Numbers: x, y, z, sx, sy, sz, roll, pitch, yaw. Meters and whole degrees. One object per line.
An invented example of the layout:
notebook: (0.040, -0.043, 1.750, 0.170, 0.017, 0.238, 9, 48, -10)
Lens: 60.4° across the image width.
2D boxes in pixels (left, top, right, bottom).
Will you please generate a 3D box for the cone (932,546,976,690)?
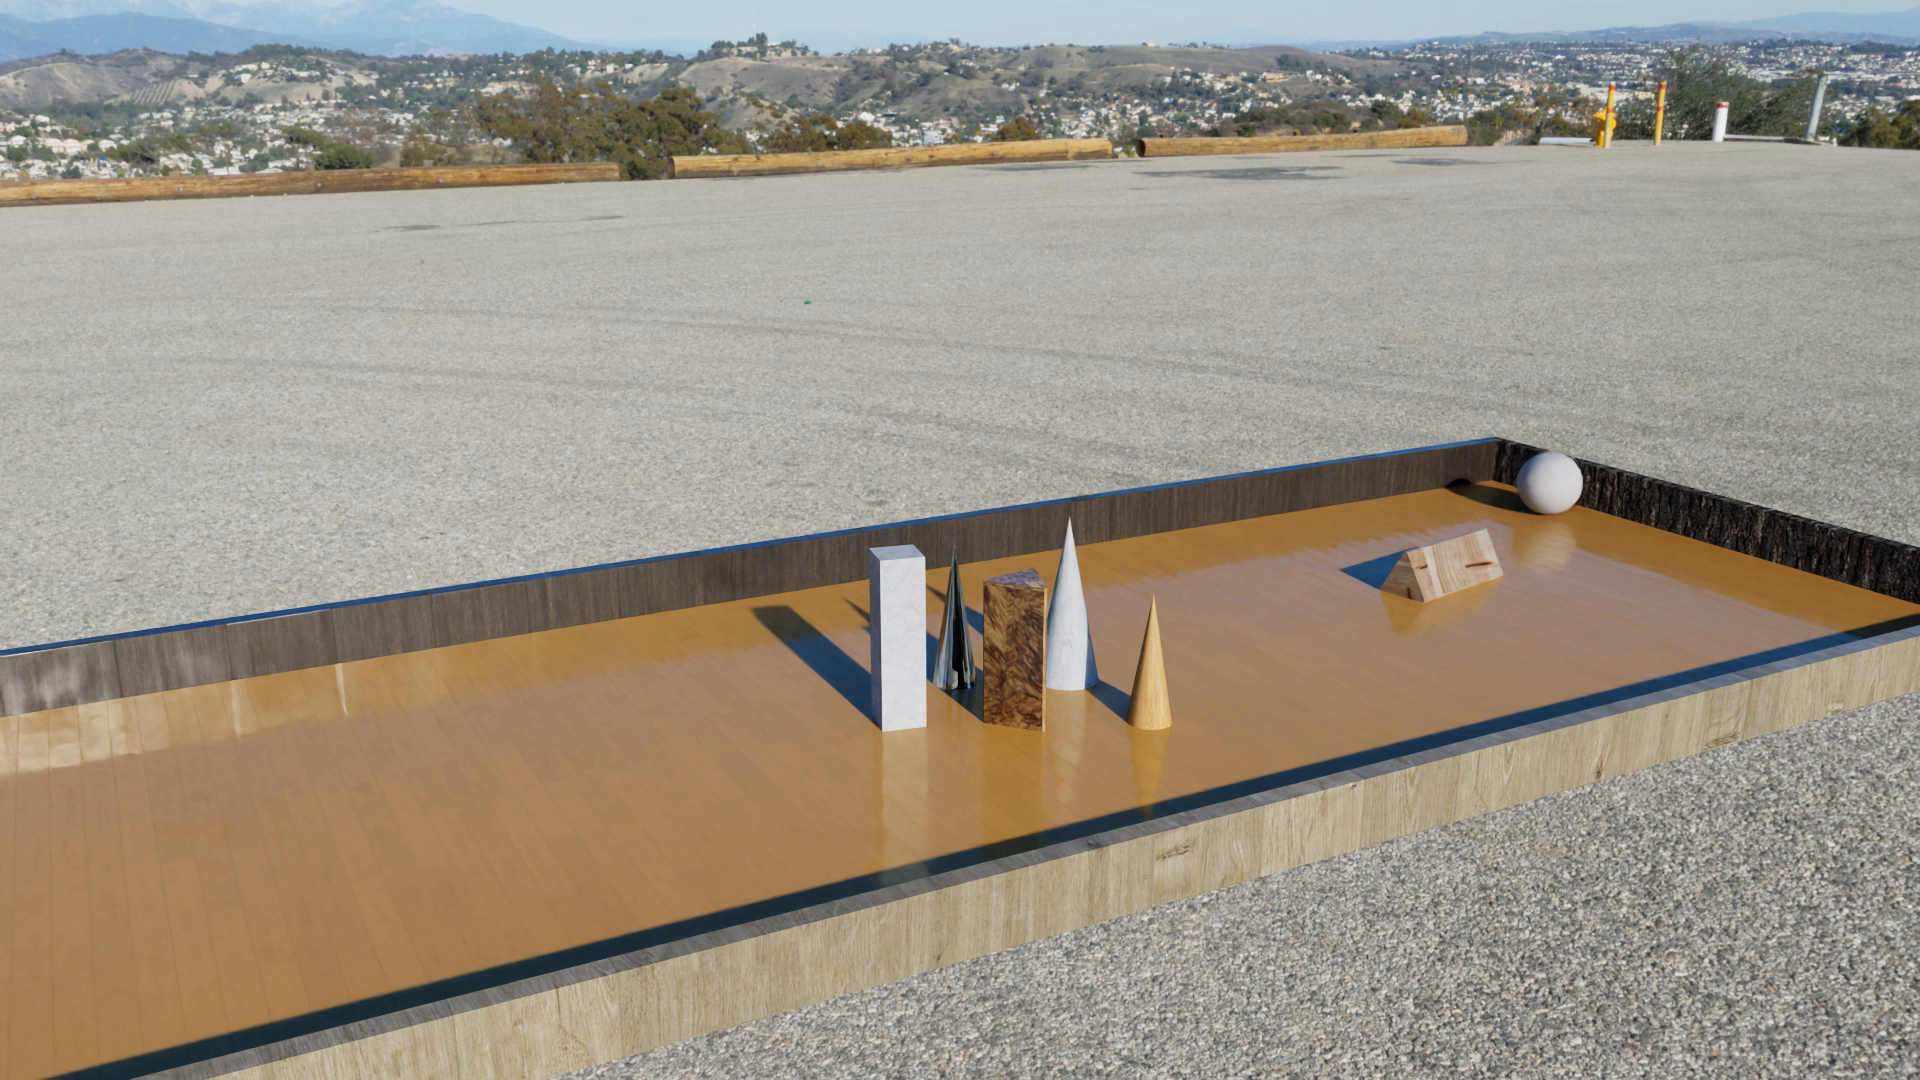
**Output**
cone: (-0.013, 0.183, 4.092, 0.113, 0.361, 0.113, 0, 16, 0)

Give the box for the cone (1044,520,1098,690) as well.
cone: (0.269, 0.146, 4.105, 0.161, 0.425, 0.161, 0, 16, 0)

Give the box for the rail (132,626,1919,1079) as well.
rail: (-2.336, 1.006, 1.665, 12.000, 0.150, 0.050, -9, 18, -27)

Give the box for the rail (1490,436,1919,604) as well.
rail: (2.466, -0.048, 5.253, 0.050, 0.150, 2.100, -9, 18, -27)

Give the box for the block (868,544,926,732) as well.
block: (-0.145, 0.228, 3.842, 0.106, 0.415, 0.106, -5, 17, -16)

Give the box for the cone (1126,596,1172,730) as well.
cone: (0.448, 0.275, 3.857, 0.111, 0.317, 0.111, 0, 16, 0)

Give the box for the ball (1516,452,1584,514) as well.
ball: (2.014, -0.194, 5.633, 0.215, 0.215, 0.215, 0, 16, 0)

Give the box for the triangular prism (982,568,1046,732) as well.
triangular prism: (0.149, 0.252, 3.875, 0.152, 0.350, 0.131, 6, 18, 21)

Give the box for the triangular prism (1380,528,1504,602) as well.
triangular prism: (1.439, 0.062, 4.896, 0.399, 0.132, 0.153, -13, 21, -37)

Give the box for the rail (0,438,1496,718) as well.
rail: (-3.305, 0.497, 3.399, 12.000, 0.150, 0.050, -9, 18, -27)
